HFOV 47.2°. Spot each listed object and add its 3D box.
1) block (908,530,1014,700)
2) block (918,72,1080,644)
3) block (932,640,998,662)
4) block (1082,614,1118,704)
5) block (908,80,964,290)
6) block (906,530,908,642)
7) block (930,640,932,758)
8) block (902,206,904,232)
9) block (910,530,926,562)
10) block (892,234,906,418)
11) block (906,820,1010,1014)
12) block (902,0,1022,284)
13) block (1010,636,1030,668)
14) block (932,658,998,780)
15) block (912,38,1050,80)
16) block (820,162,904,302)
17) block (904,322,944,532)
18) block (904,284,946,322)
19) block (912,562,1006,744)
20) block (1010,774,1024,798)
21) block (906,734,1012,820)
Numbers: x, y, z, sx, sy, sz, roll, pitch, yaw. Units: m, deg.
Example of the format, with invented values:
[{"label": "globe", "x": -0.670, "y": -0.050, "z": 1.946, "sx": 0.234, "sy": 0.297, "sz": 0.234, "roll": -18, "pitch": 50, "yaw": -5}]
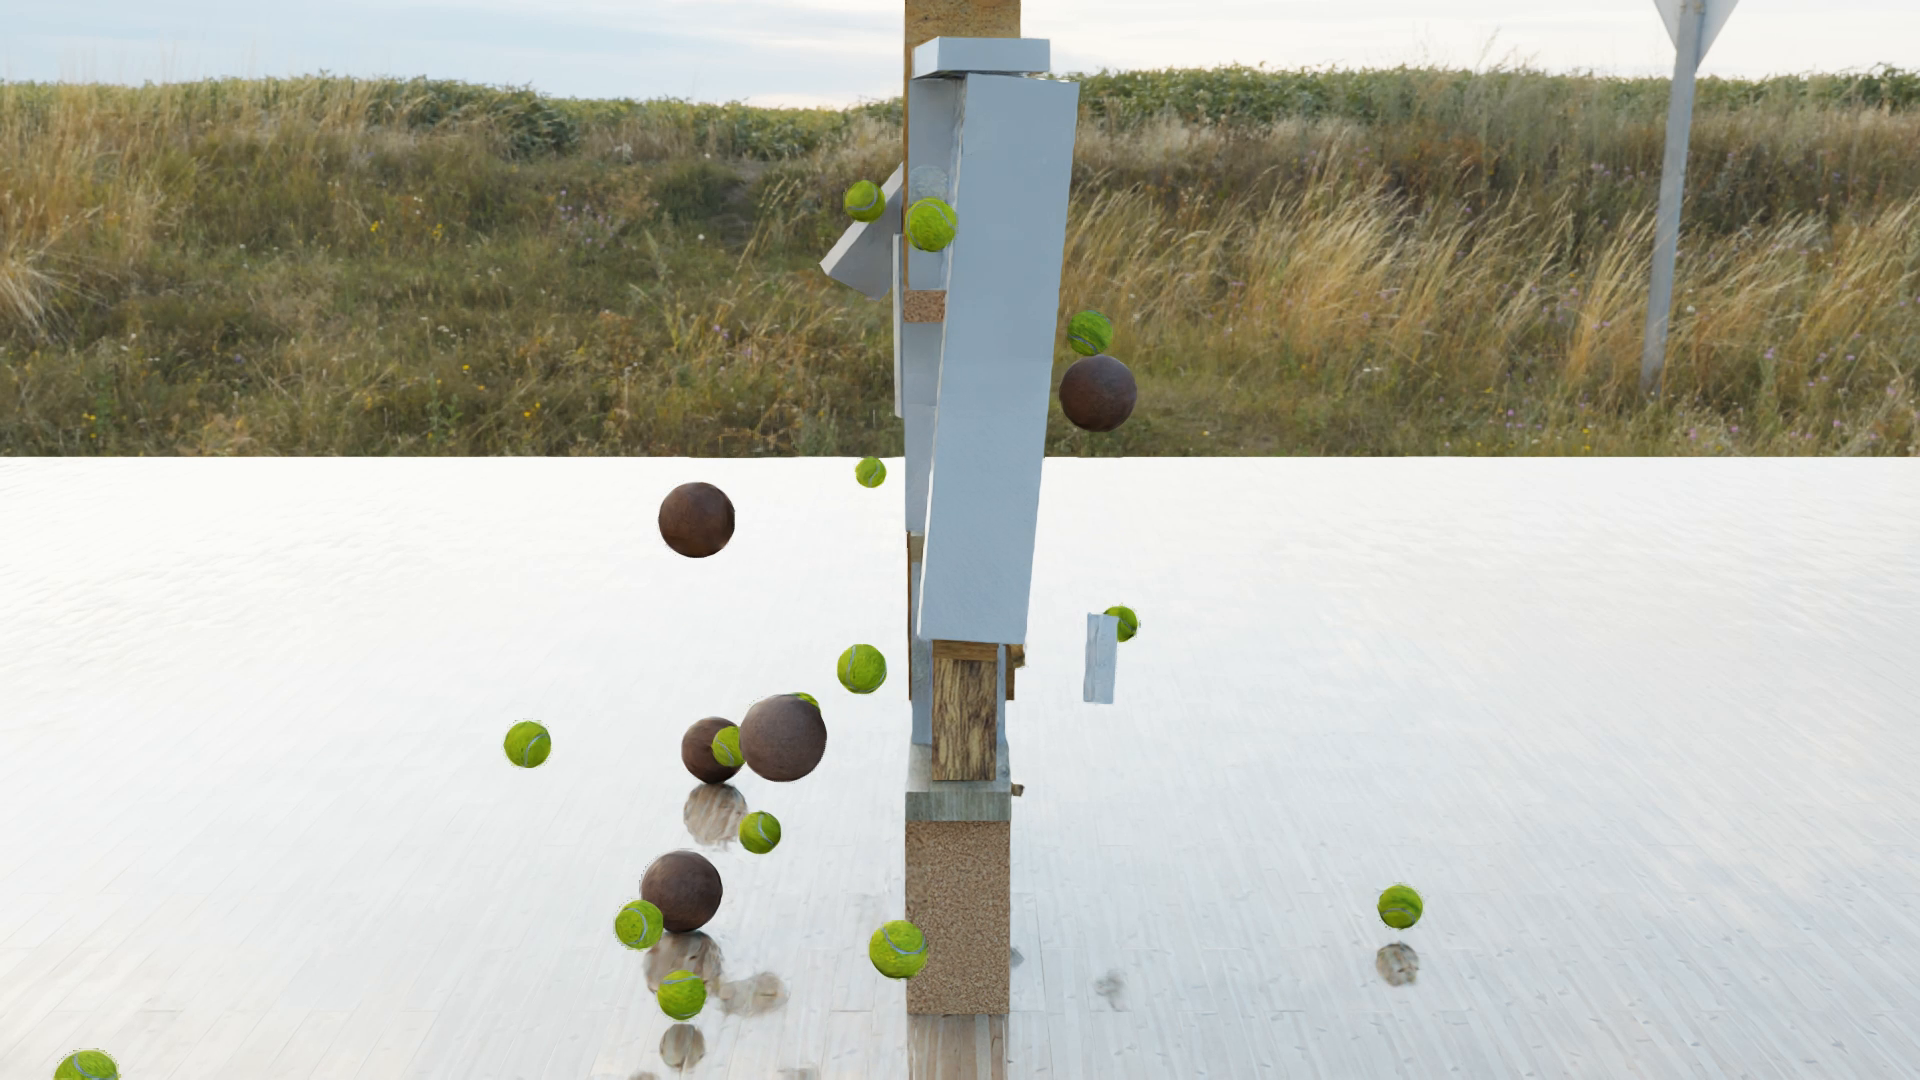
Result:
[{"label": "block", "x": 0.002, "y": 0.068, "z": 3.600, "sx": 0.175, "sy": 0.391, "sz": 0.049, "roll": 0, "pitch": 11, "yaw": 0}, {"label": "block", "x": 0.049, "y": -0.237, "z": 2.993, "sx": 0.148, "sy": 0.771, "sz": 0.042, "roll": 4, "pitch": 13, "yaw": -6}, {"label": "block", "x": 0.009, "y": 0.132, "z": 3.157, "sx": 0.091, "sy": 0.026, "sz": 0.183, "roll": 3, "pitch": 14, "yaw": 0}, {"label": "block", "x": 0.202, "y": 0.171, "z": 3.153, "sx": 0.018, "sy": 0.127, "sz": 0.063, "roll": 1, "pitch": -5, "yaw": 30}, {"label": "block", "x": 0.000, "y": -0.509, "z": 3.156, "sx": 0.148, "sy": 0.297, "sz": 0.042, "roll": 0, "pitch": 14, "yaw": -1}, {"label": "block", "x": -0.005, "y": 0.009, "z": 3.823, "sx": 0.175, "sy": 0.349, "sz": 0.049, "roll": -1, "pitch": 12, "yaw": -4}, {"label": "block", "x": 0.002, "y": 0.229, "z": 3.241, "sx": 0.091, "sy": 0.183, "sz": 0.026, "roll": 0, "pitch": 11, "yaw": 0}, {"label": "block", "x": -0.014, "y": -0.523, "z": 3.615, "sx": 0.154, "sy": 0.044, "sz": 0.309, "roll": -1, "pitch": 10, "yaw": -3}, {"label": "block", "x": -0.002, "y": -0.012, "z": 3.382, "sx": 0.141, "sy": 0.040, "sz": 0.283, "roll": 0, "pitch": 11, "yaw": 0}, {"label": "block", "x": -0.033, "y": -0.367, "z": 3.758, "sx": 0.154, "sy": 0.309, "sz": 0.044, "roll": -4, "pitch": 11, "yaw": -15}, {"label": "block", "x": -0.003, "y": 0.532, "z": 3.162, "sx": 0.149, "sy": 0.299, "sz": 0.042, "roll": 0, "pitch": 10, "yaw": 0}, {"label": "block", "x": 0.001, "y": -0.592, "z": 3.232, "sx": 0.168, "sy": 0.431, "sz": 0.048, "roll": 0, "pitch": 18, "yaw": -2}, {"label": "block", "x": 0.084, "y": 0.144, "z": 3.183, "sx": 0.018, "sy": 0.063, "sz": 0.127, "roll": -10, "pitch": 4, "yaw": 5}, {"label": "block", "x": 0.007, "y": 0.251, "z": 3.122, "sx": 0.091, "sy": 0.183, "sz": 0.026, "roll": 1, "pitch": 13, "yaw": 0}, {"label": "block", "x": 0.024, "y": -0.659, "z": 3.018, "sx": 0.148, "sy": 0.042, "sz": 0.297, "roll": -1, "pitch": 10, "yaw": -8}, {"label": "block", "x": -0.113, "y": -0.540, "z": 3.808, "sx": 0.128, "sy": 0.256, "sz": 0.036, "roll": 23, "pitch": 27, "yaw": -42}, {"label": "block", "x": -0.002, "y": -0.171, "z": 3.266, "sx": 0.158, "sy": 0.315, "sz": 0.045, "roll": 1, "pitch": 12, "yaw": 4}, {"label": "block", "x": -0.002, "y": -0.365, "z": 3.317, "sx": 0.158, "sy": 0.045, "sz": 0.315, "roll": 0, "pitch": 11, "yaw": 0}, {"label": "block", "x": -0.002, "y": 0.165, "z": 3.315, "sx": 0.141, "sy": 0.283, "sz": 0.040, "roll": 0, "pitch": 11, "yaw": -1}, {"label": "block", "x": 0.043, "y": 0.399, "z": 3.783, "sx": 0.078, "sy": 0.022, "sz": 0.156, "roll": 13, "pitch": 9, "yaw": -26}, {"label": "block", "x": -0.002, "y": 0.346, "z": 3.230, "sx": 0.149, "sy": 0.042, "sz": 0.299, "roll": 0, "pitch": 11, "yaw": 0}]
